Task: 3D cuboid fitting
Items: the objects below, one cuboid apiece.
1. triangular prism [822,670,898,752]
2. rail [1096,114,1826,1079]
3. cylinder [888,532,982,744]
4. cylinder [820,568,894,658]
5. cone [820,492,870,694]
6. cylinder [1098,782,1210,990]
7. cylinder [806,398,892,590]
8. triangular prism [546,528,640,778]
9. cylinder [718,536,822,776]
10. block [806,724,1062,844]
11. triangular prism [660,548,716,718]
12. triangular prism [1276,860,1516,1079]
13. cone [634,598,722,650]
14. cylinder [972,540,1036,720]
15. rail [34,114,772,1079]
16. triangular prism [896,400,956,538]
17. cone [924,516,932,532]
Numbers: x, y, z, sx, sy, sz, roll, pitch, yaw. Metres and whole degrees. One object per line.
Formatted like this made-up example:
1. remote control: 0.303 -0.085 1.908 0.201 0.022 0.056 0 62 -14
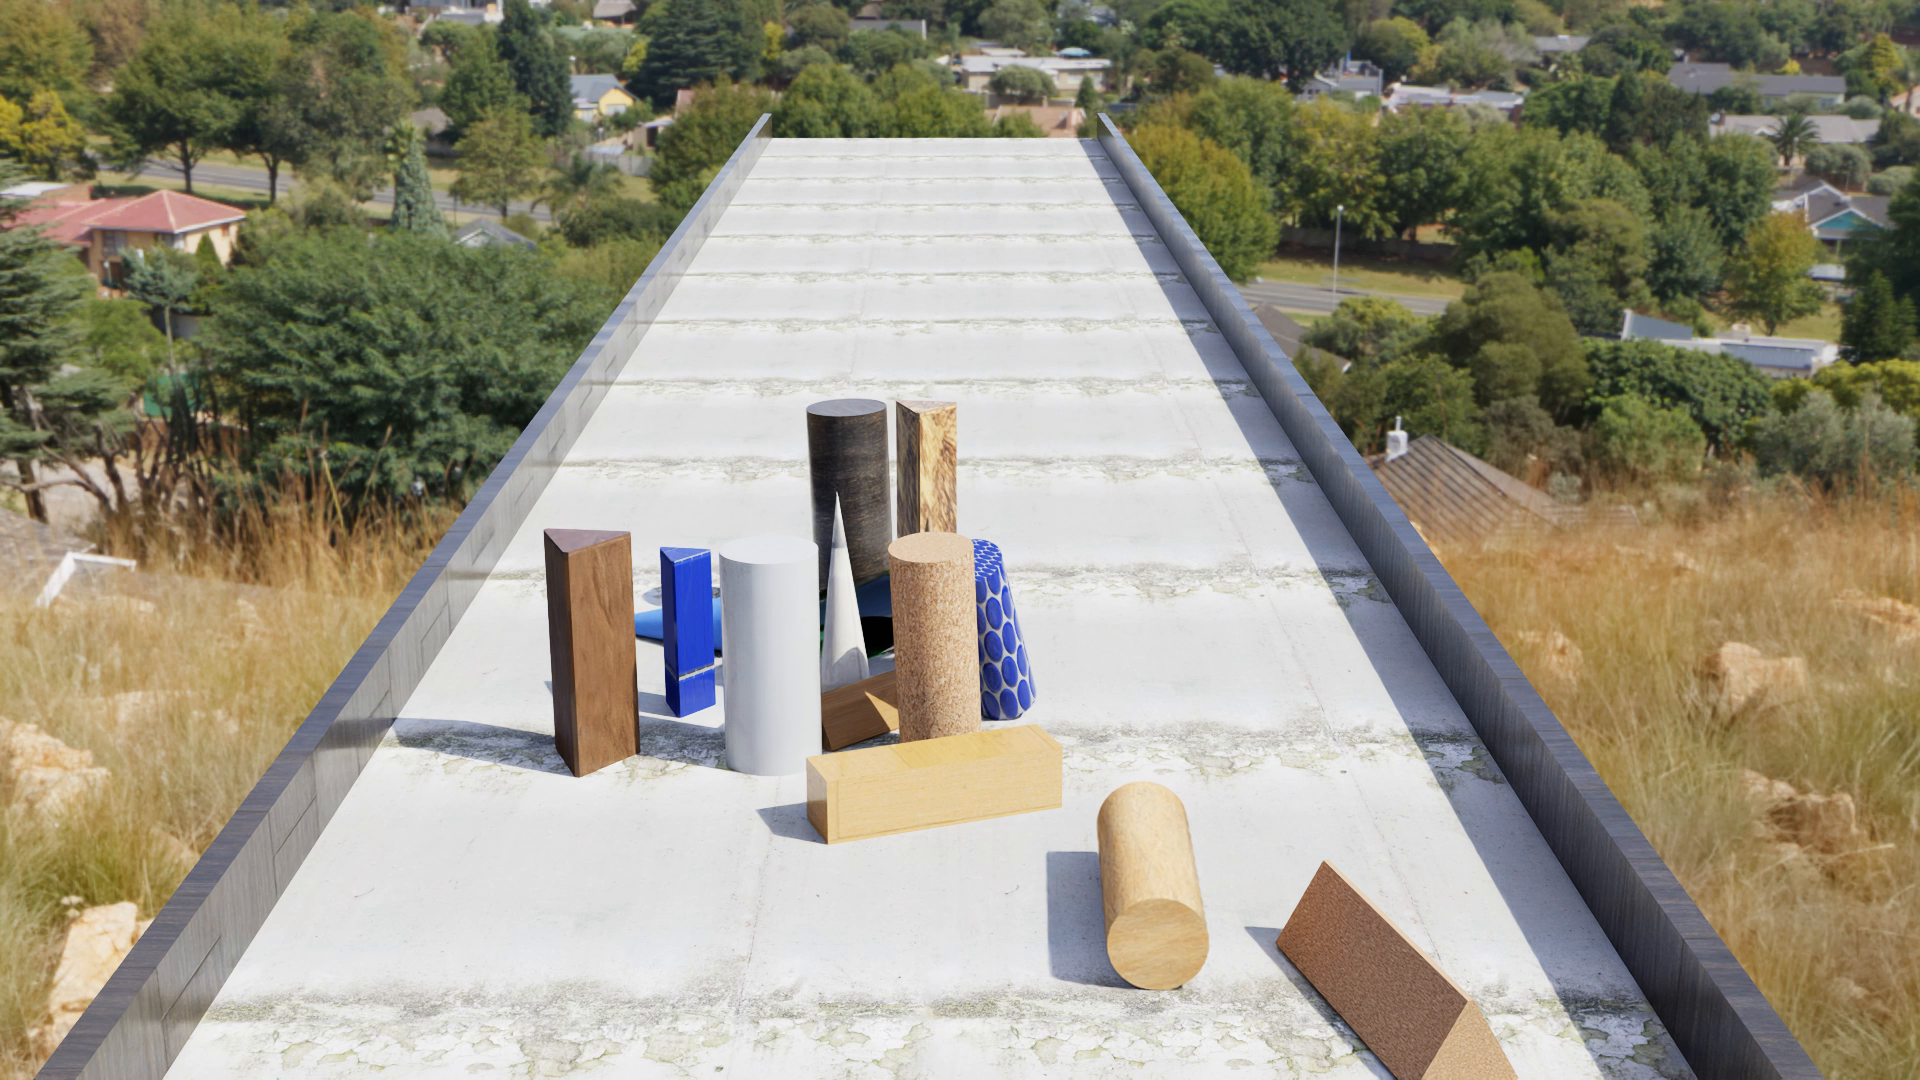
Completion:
1. triangular prism: -0.113 0.283 4.108 0.427 0.090 0.104 -16 23 -42
2. rail: 0.932 -0.844 7.801 0.050 0.150 12.000 0 17 -1
3. cylinder: -0.042 0.195 3.861 0.147 0.393 0.147 -2 21 1
4. cylinder: -0.214 0.163 4.398 0.160 0.160 0.435 15 22 41
5. cone: -0.222 0.110 4.124 0.110 0.412 0.110 -2 13 0
6. cylinder: 0.283 0.506 3.273 0.143 0.143 0.417 0 17 1
7. cylinder: -0.227 -0.053 4.592 0.167 0.459 0.167 -2 16 1
8. triangular prism: -0.673 0.189 3.871 0.133 0.411 0.154 12 20 35
9. cylinder: -0.332 0.202 3.865 0.172 0.389 0.172 0 17 0
10. block: -0.041 0.405 3.670 0.415 0.111 0.111 -6 18 -21
11. triangular prism: -0.527 0.168 4.124 0.084 0.307 0.096 13 21 37
12. triangular prism: 0.592 0.586 3.018 0.148 0.128 0.439 -5 17 -15
13. cone: -0.624 0.173 4.539 0.401 0.121 0.121 -1 14 27
14. cylinder: 0.050 0.167 4.032 0.122 0.342 0.122 -9 39 7
15. rail: -1.118 -0.838 7.780 0.050 0.150 12.000 0 17 -1
16. triangular prism: -0.094 -0.104 4.867 0.115 0.404 0.133 13 21 37
17. cone: -0.063 0.091 4.239 0.129 0.369 0.129 1 40 -1
